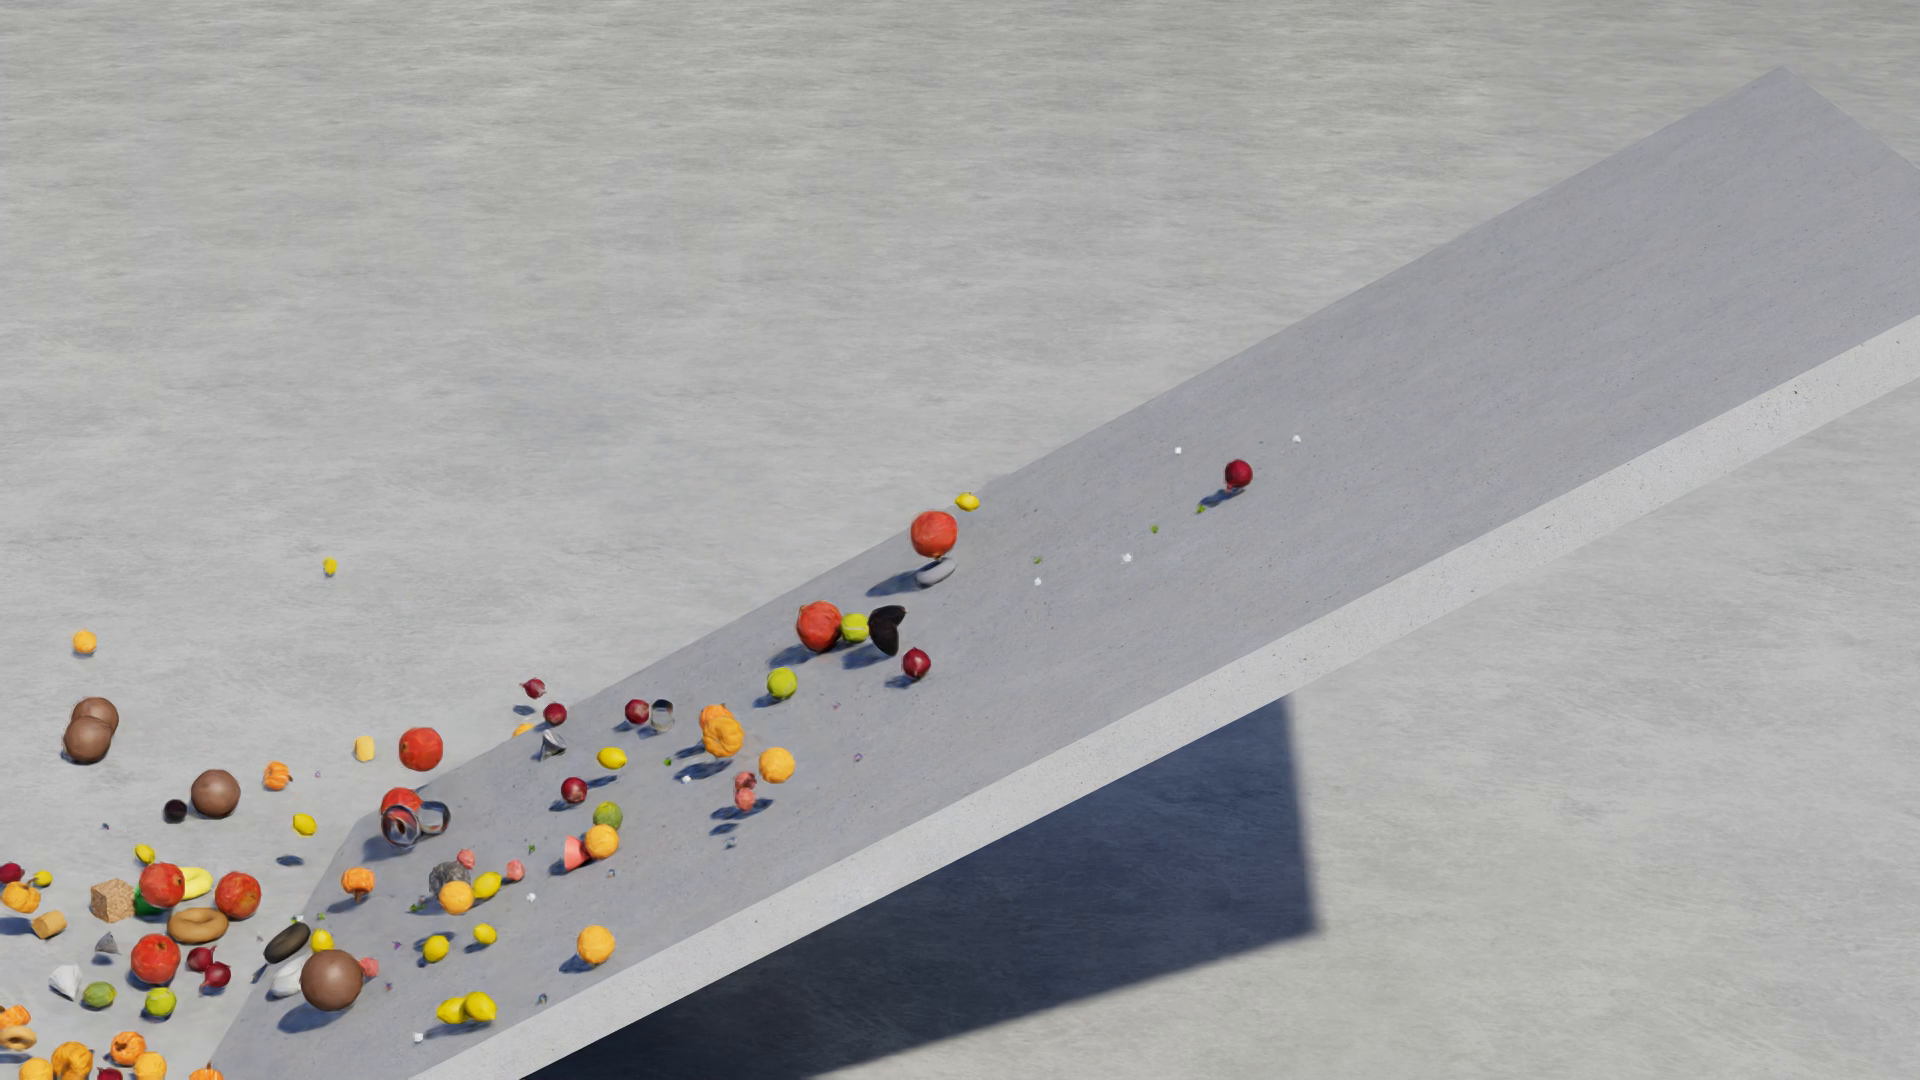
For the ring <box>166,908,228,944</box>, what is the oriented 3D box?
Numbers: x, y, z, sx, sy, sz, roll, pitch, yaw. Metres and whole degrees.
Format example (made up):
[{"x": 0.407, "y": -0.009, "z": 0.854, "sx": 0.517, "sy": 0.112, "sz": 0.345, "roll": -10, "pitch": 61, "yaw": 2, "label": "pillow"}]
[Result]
[{"x": -1.858, "y": 0.940, "z": 7.170, "sx": 0.146, "sy": 0.049, "sz": 0.146, "roll": 2, "pitch": 16, "yaw": -1, "label": "ring"}]

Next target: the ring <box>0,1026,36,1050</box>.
[{"x": -2.077, "y": 1.098, "z": 6.483, "sx": 0.081, "sy": 0.081, "sz": 0.027, "roll": 0, "pitch": 55, "yaw": 0, "label": "ring"}]

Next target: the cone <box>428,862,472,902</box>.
[{"x": -1.111, "y": 0.732, "z": 6.399, "sx": 0.093, "sy": 0.093, "sz": 0.093, "roll": -4, "pitch": -21, "yaw": -11, "label": "cone"}]

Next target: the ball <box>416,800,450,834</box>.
[{"x": -1.266, "y": 0.665, "z": 7.061, "sx": 0.084, "sy": 0.084, "sz": 0.084, "roll": 0, "pitch": 18, "yaw": 0, "label": "ball"}]

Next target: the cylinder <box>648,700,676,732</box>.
[{"x": -0.690, "y": 0.407, "z": 6.812, "sx": 0.054, "sy": 0.054, "sz": 0.054, "roll": -6, "pitch": 47, "yaw": -18, "label": "cylinder"}]

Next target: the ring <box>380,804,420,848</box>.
[{"x": -1.336, "y": 0.685, "z": 7.028, "sx": 0.112, "sy": 0.112, "sz": 0.037, "roll": 10, "pitch": 17, "yaw": 28, "label": "ring"}]

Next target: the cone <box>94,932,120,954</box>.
[{"x": -2.011, "y": 0.967, "z": 6.969, "sx": 0.055, "sy": 0.055, "sz": 0.055, "roll": -35, "pitch": 26, "yaw": 20, "label": "cone"}]

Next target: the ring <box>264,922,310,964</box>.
[{"x": -1.563, "y": 0.936, "z": 6.831, "sx": 0.121, "sy": 0.040, "sz": 0.121, "roll": -33, "pitch": 14, "yaw": 9, "label": "ring"}]

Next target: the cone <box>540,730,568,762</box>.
[{"x": -1.002, "y": 0.512, "z": 7.153, "sx": 0.071, "sy": 0.071, "sz": 0.071, "roll": 33, "pitch": 14, "yaw": -9, "label": "cone"}]

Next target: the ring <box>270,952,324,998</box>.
[{"x": -1.474, "y": 0.968, "z": 6.541, "sx": 0.131, "sy": 0.044, "sz": 0.131, "roll": -28, "pitch": 16, "yaw": 9, "label": "ring"}]

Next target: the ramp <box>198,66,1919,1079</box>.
[{"x": 0.142, "y": 0.168, "z": 6.284, "sx": 4.000, "sy": 0.100, "sz": 2.000, "roll": -28, "pitch": 15, "yaw": 12, "label": "ramp"}]

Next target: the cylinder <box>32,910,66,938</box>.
[{"x": -2.217, "y": 0.935, "z": 7.161, "sx": 0.055, "sy": 0.055, "sz": 0.055, "roll": 11, "pitch": 21, "yaw": 30, "label": "cylinder"}]

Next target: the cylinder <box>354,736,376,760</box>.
[{"x": -1.663, "y": 0.583, "z": 8.221, "sx": 0.052, "sy": 0.052, "sz": 0.052, "roll": -2, "pitch": 19, "yaw": 1, "label": "cylinder"}]

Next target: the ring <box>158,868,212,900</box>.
[{"x": -1.952, "y": 0.864, "z": 7.407, "sx": 0.138, "sy": 0.046, "sz": 0.138, "roll": 0, "pitch": 17, "yaw": 0, "label": "ring"}]

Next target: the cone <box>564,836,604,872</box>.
[{"x": -0.788, "y": 0.662, "z": 6.212, "sx": 0.077, "sy": 0.077, "sz": 0.077, "roll": 0, "pitch": 18, "yaw": 8, "label": "cone"}]

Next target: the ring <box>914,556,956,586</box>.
[{"x": -0.057, "y": 0.072, "z": 6.731, "sx": 0.103, "sy": 0.034, "sz": 0.103, "roll": -26, "pitch": 12, "yaw": 6, "label": "ring"}]

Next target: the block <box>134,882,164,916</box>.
[{"x": -2.013, "y": 0.890, "z": 7.304, "sx": 0.061, "sy": 0.061, "sz": 0.061, "roll": -3, "pitch": 18, "yaw": -8, "label": "block"}]

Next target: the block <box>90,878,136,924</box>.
[{"x": -2.094, "y": 0.892, "z": 7.272, "sx": 0.076, "sy": 0.076, "sz": 0.076, "roll": 17, "pitch": 25, "yaw": 41, "label": "block"}]

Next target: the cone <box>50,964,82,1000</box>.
[{"x": -2.075, "y": 1.045, "z": 6.854, "sx": 0.078, "sy": 0.078, "sz": 0.078, "roll": -9, "pitch": 40, "yaw": -26, "label": "cone"}]
